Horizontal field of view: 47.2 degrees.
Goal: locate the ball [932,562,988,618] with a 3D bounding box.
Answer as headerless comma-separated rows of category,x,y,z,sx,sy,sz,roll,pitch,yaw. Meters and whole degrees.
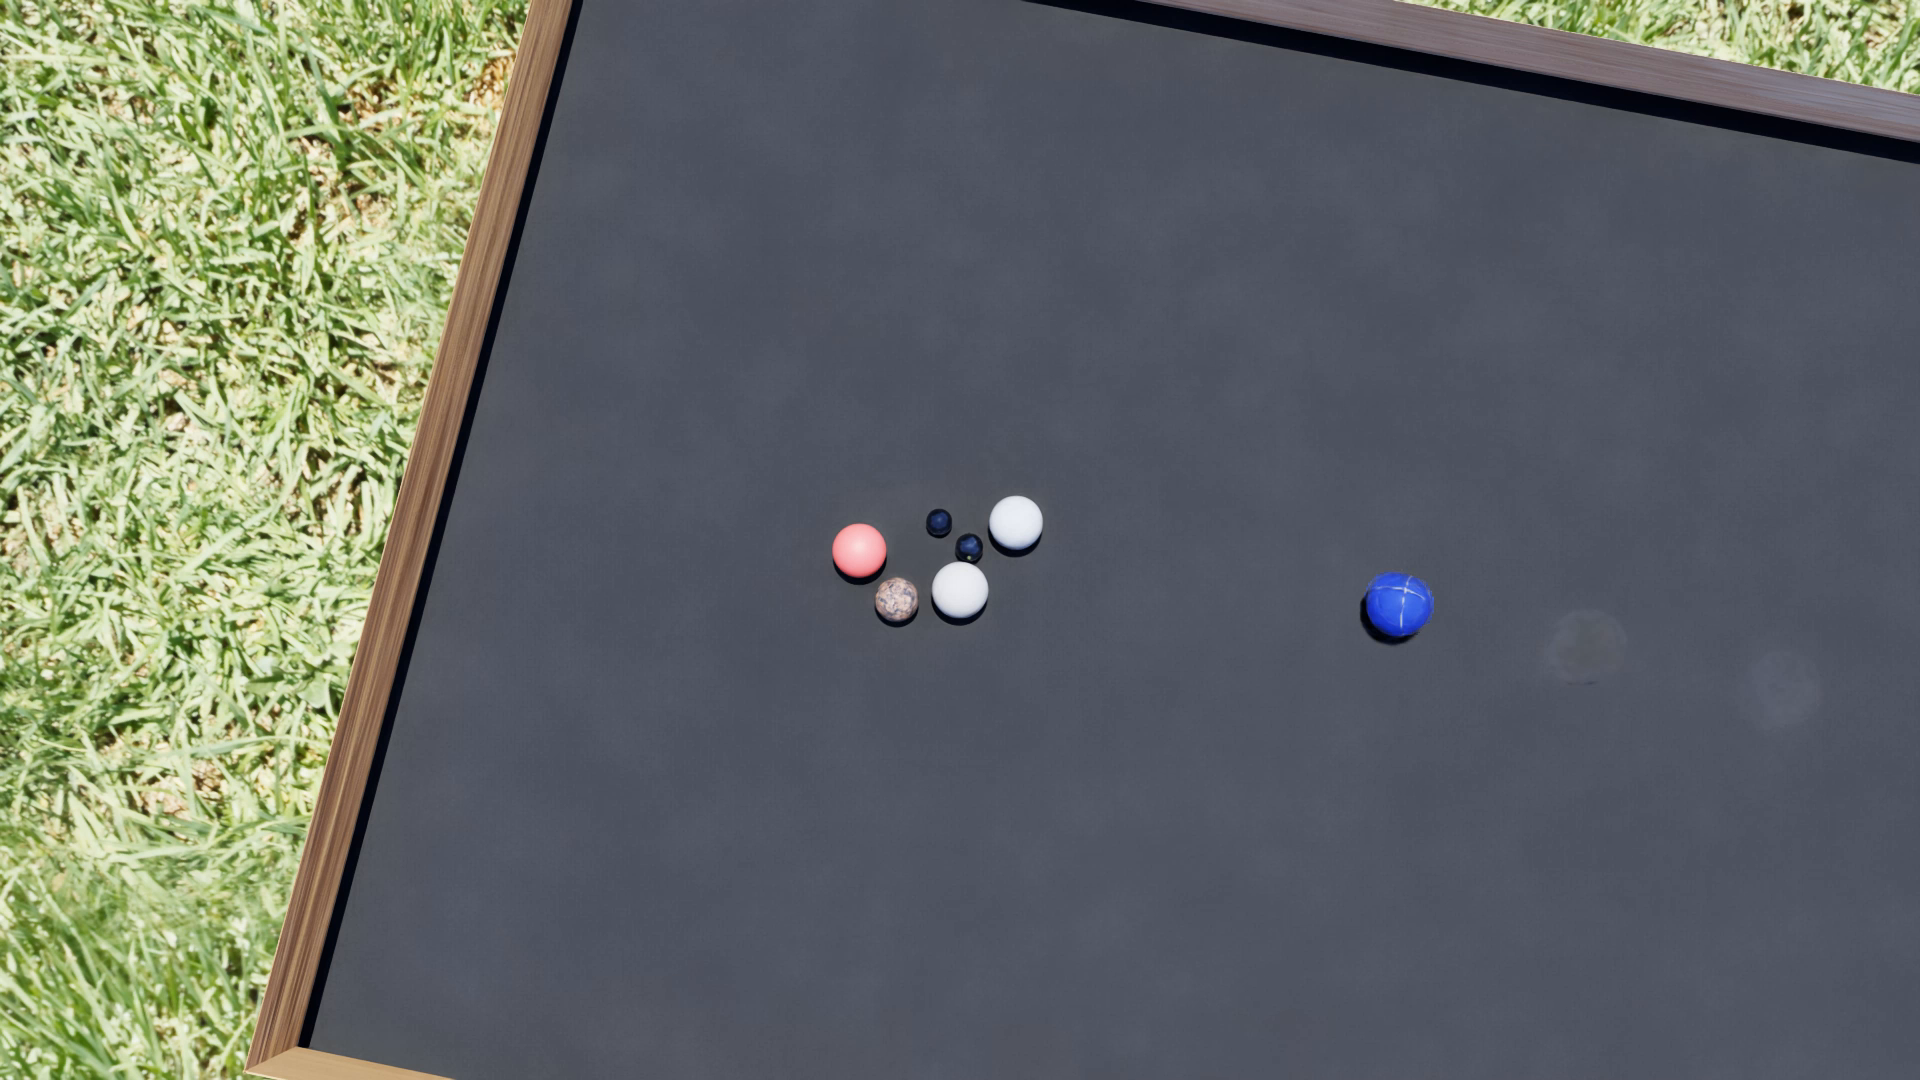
ball,0.000,0.075,3.301,0.086,0.086,0.086,0,76,0

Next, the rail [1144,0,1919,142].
rail,0.991,-0.746,3.478,3.294,0.126,0.045,11,77,3

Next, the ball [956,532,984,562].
ball,0.014,0.011,3.338,0.043,0.043,0.043,0,76,0

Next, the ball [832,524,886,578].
ball,-0.152,0.016,3.317,0.082,0.082,0.082,0,76,0

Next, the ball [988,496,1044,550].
ball,0.085,-0.026,3.327,0.083,0.083,0.083,0,76,0

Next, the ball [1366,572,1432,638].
ball,0.656,0.097,3.290,0.097,0.097,0.097,0,76,0

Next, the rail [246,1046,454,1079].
rail,0.624,1.045,3.044,3.294,0.126,0.045,11,77,3

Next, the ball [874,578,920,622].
ball,-0.095,0.090,3.307,0.067,0.067,0.067,0,76,0

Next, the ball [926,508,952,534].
ball,-0.032,-0.028,3.349,0.040,0.040,0.040,0,76,0

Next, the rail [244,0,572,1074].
rail,-0.784,-0.159,3.336,0.045,0.126,1.927,11,77,3
